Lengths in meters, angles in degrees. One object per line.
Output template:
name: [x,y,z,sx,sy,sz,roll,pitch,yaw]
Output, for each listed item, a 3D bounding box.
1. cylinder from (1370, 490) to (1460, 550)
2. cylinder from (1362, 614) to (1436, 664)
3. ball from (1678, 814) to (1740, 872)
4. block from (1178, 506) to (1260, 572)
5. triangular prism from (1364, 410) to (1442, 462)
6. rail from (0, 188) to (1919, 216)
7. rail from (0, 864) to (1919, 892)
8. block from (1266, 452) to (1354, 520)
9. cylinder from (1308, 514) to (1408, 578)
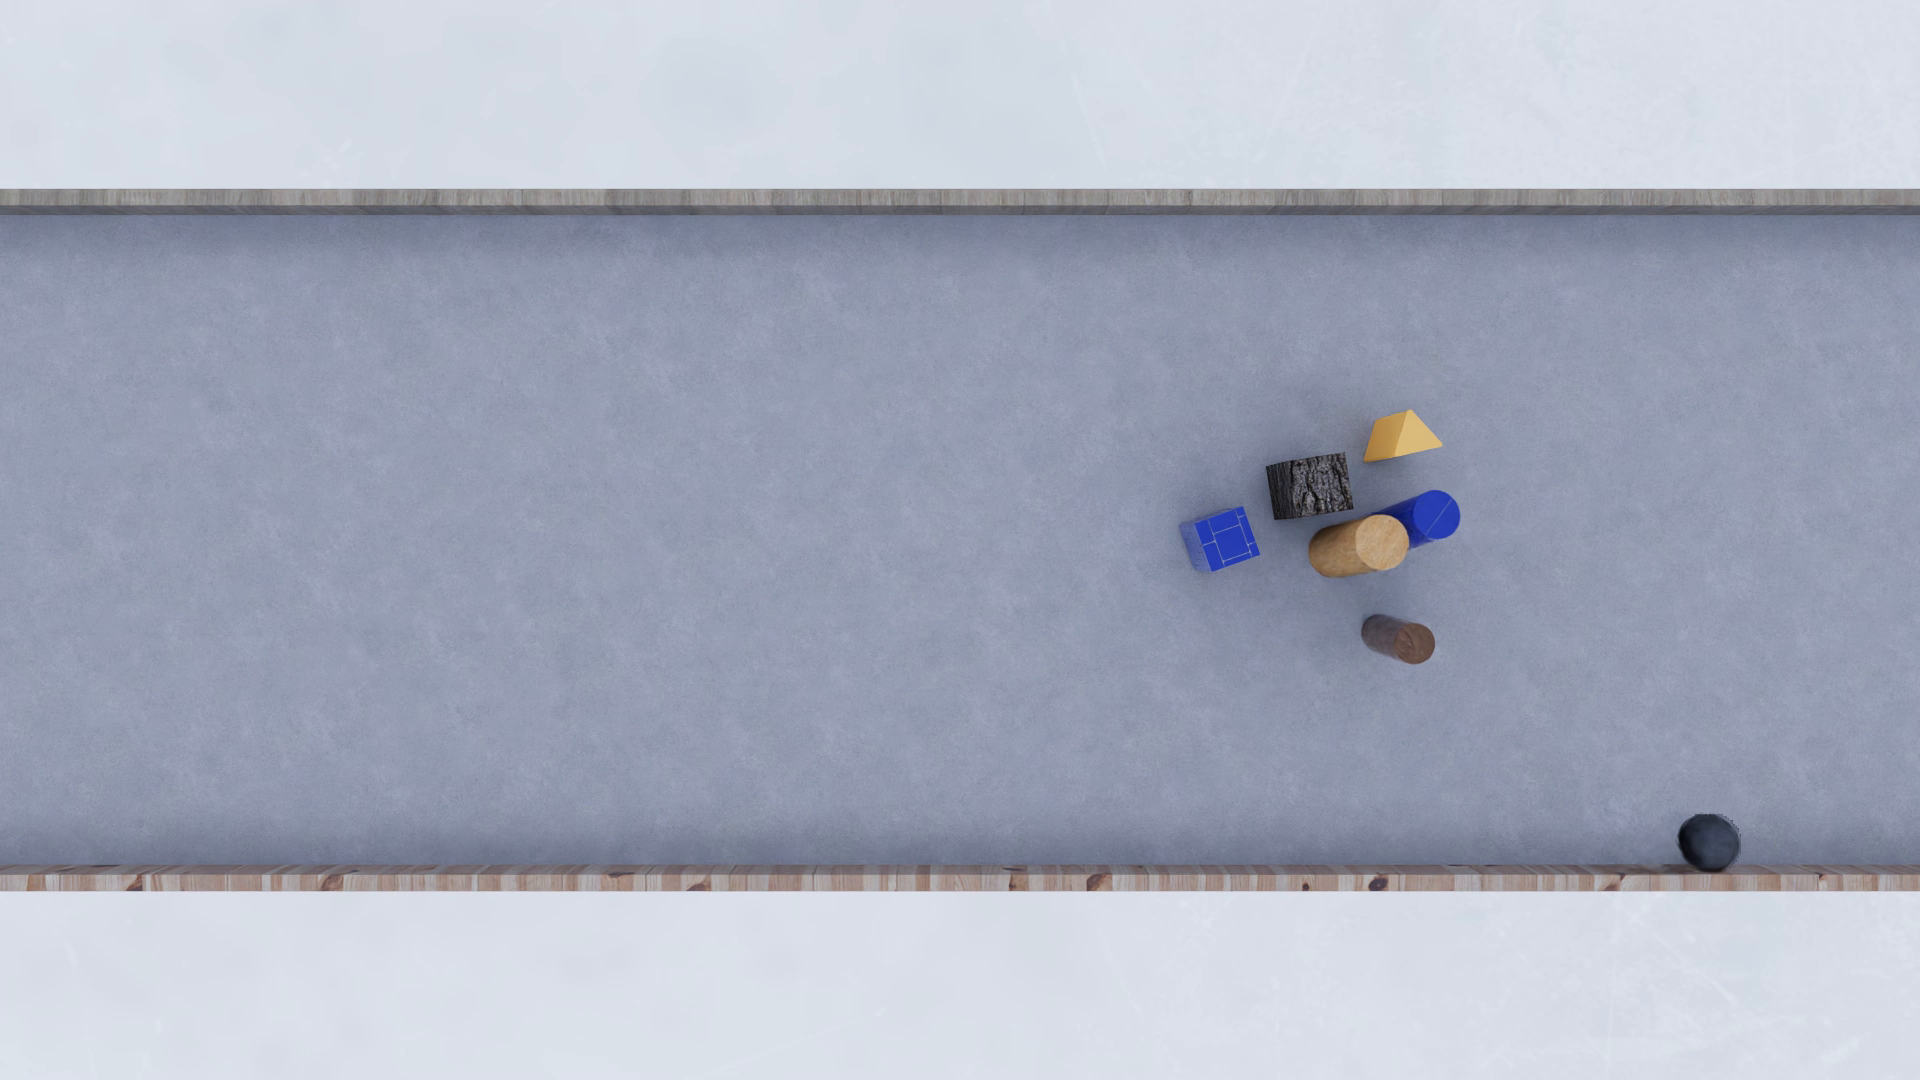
cylinder: [1.320,-0.044,4.866,0.140,0.399,0.140,1,82,-9]
cylinder: [1.290,0.289,4.870,0.117,0.410,0.117,0,91,1]
ball: [2.264,0.914,4.991,0.172,0.172,0.172,0,90,0]
block: [0.766,-0.002,4.900,0.147,0.352,0.147,-20,90,0]
triangular prism: [1.297,-0.314,4.894,0.138,0.364,0.119,-13,90,0]
rail: [-2.247,-1.025,5.002,12.000,0.150,0.050,0,90,0]
rail: [-2.247,1.025,5.001,12.000,0.150,0.050,0,90,0]
block: [1.037,-0.158,4.908,0.167,0.338,0.167,-9,90,0]
cylinder: [1.171,0.022,4.871,0.159,0.391,0.159,1,85,-8]
